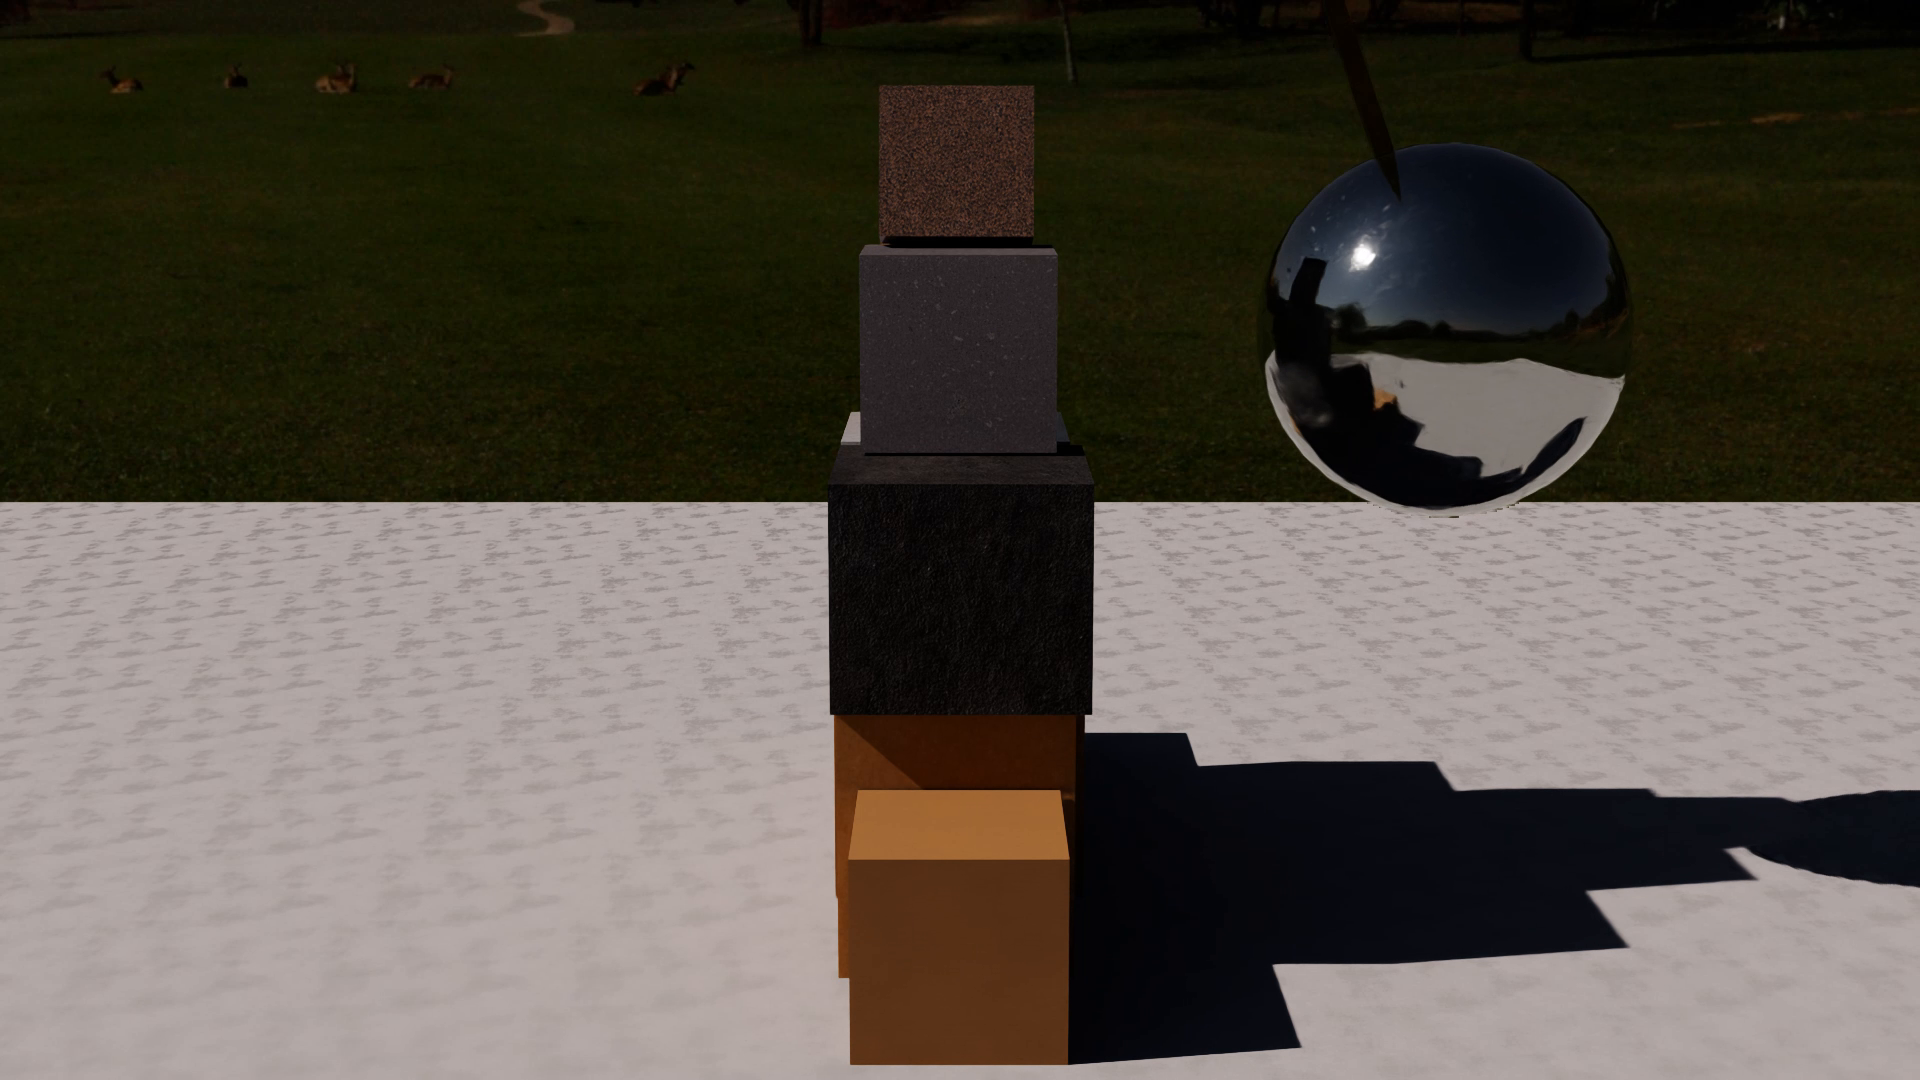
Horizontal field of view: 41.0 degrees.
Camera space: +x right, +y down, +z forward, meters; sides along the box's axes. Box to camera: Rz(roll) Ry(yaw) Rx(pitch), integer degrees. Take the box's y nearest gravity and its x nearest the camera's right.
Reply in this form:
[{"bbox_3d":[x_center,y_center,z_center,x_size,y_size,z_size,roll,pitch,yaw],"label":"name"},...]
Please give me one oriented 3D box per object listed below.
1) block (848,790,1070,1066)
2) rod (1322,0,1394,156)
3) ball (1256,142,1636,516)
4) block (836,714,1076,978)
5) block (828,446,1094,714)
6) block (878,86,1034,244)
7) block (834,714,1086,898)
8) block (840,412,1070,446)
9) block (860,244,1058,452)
[{"bbox_3d":[-0.004,1.427,9.573,0.782,0.768,0.890,0,10,0],"label":"block"},{"bbox_3d":[0.899,-4.041,10.446,0.080,5.200,0.080,-20,10,4],"label":"rod"},{"bbox_3d":[2.074,-0.902,11.016,1.600,1.600,1.600,0,10,0],"label":"ball"},{"bbox_3d":[-0.015,1.102,10.479,0.925,1.083,0.990,0,10,0],"label":"block"},{"bbox_3d":[0.004,0.138,10.253,1.006,0.894,1.035,0,10,0],"label":"block"},{"bbox_3d":[-0.014,-1.573,10.981,0.643,0.626,0.668,0,0,0],"label":"block"},{"bbox_3d":[-0.002,0.933,11.427,1.070,1.076,0.915,0,10,0],"label":"block"},{"bbox_3d":[-0.018,-0.050,11.273,0.956,0.907,1.010,0,10,0],"label":"block"},{"bbox_3d":[-0.006,-0.806,10.652,0.792,0.795,0.721,0,10,0],"label":"block"}]
